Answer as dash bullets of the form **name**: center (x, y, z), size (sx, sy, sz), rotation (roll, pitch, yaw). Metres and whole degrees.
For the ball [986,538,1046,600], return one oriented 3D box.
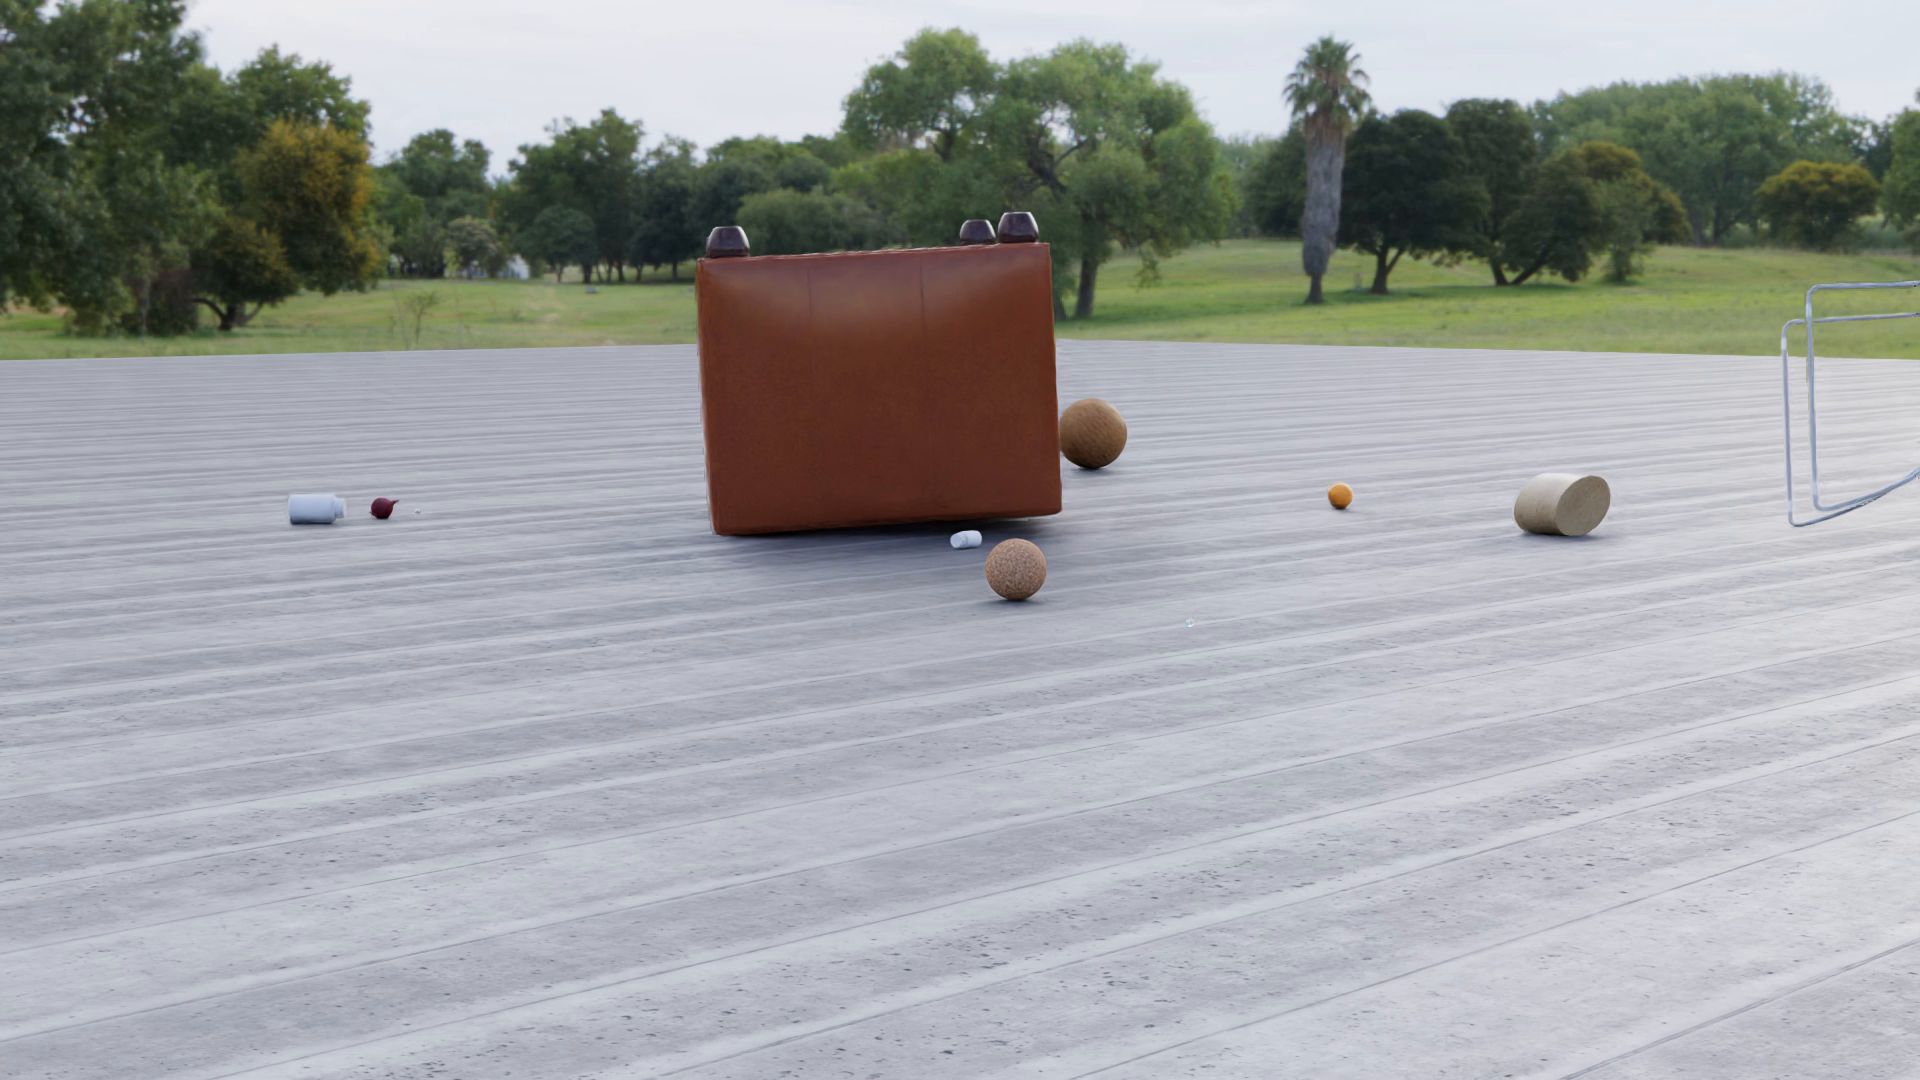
- **ball**: center (0.114, 0.060, 5.220), size (0.126, 0.126, 0.126), rotation (0, 6, 0)

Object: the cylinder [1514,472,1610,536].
- **cylinder**: center (1.542, -0.093, 6.565), size (0.205, 0.143, 0.144), rotation (-28, 19, -28)

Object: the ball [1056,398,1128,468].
- **ball**: center (0.450, -0.364, 8.767), size (0.242, 0.242, 0.242), rotation (0, 6, 0)
